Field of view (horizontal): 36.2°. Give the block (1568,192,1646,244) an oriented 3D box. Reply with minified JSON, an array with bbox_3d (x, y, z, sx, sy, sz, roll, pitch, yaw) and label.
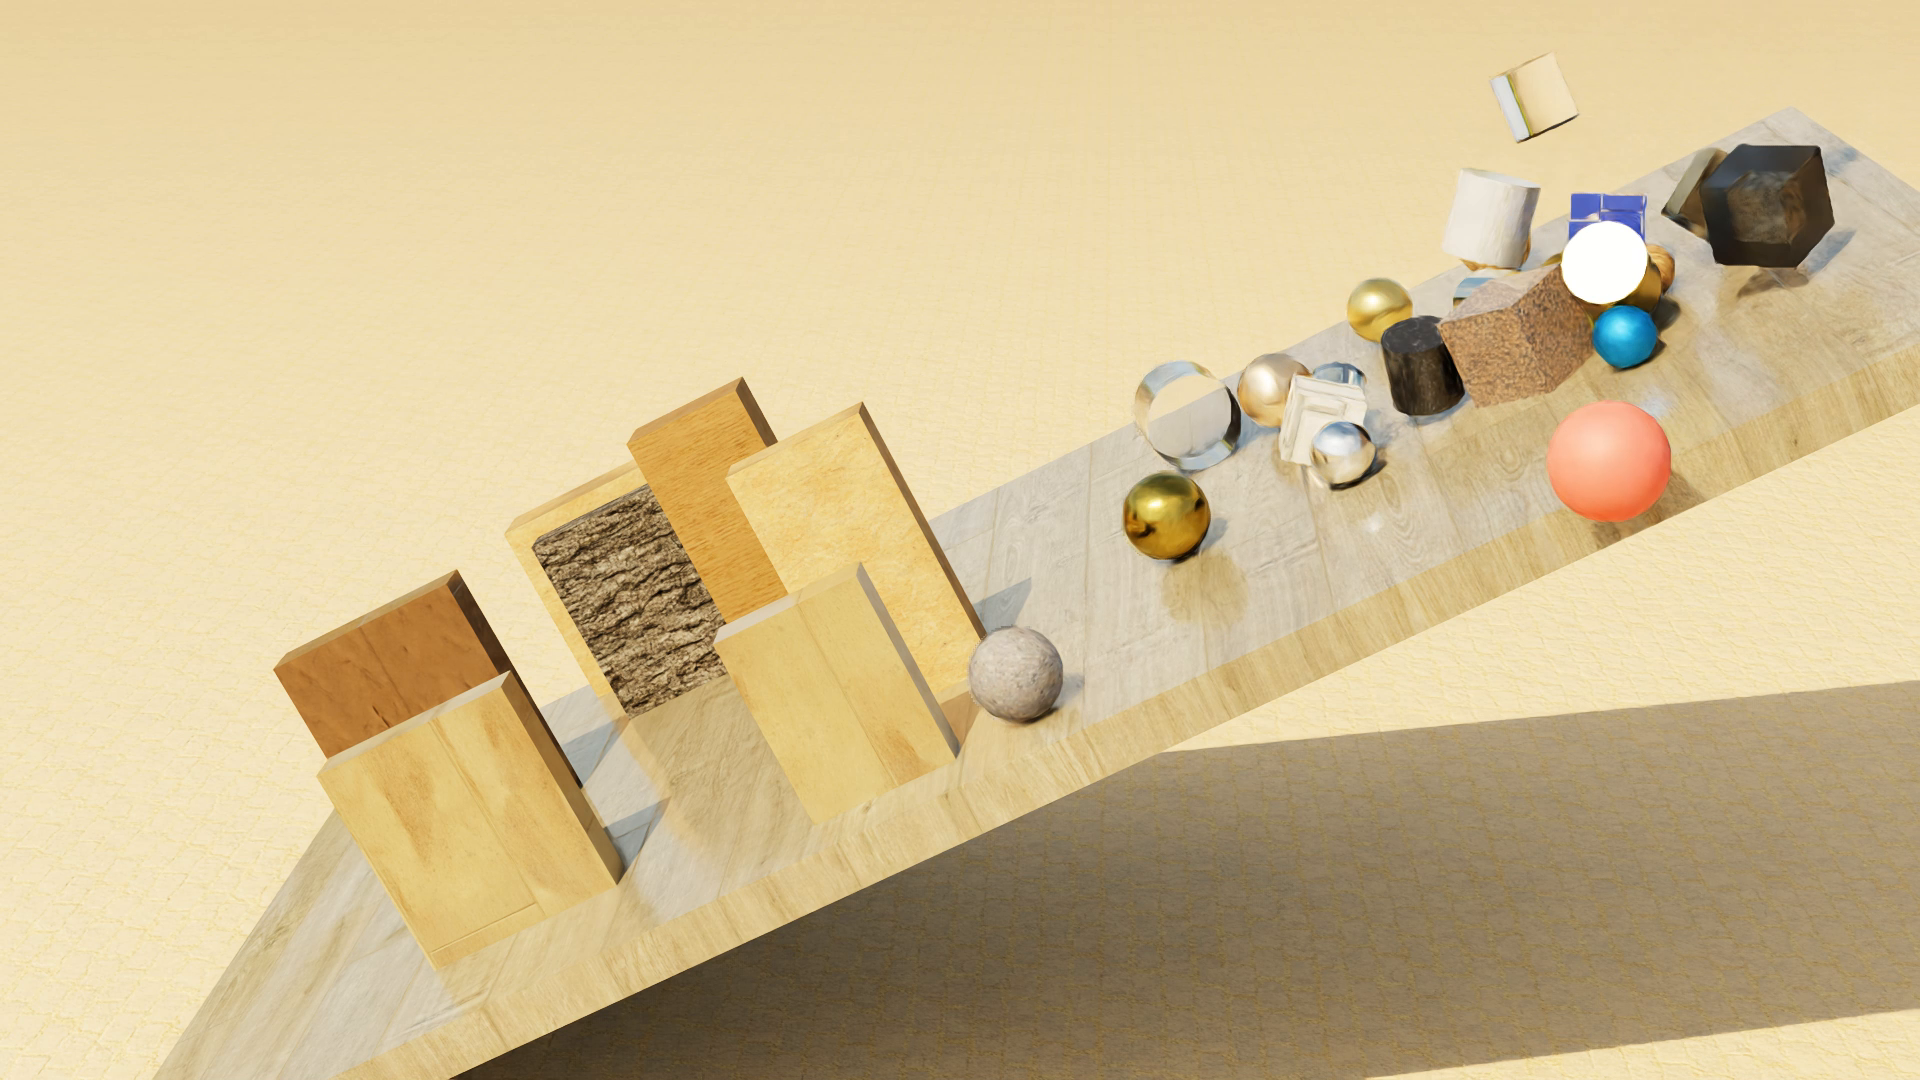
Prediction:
[{"bbox_3d":[1.350,-0.647,6.138,0.151,0.151,0.151,3,9,12],"label":"block"}]

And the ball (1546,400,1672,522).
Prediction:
[{"bbox_3d":[1.087,-0.132,4.927,0.205,0.205,0.205,0,17,0],"label":"ball"}]

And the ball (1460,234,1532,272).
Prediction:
[{"bbox_3d":[1.217,-0.679,6.701,0.168,0.168,0.168,0,17,0],"label":"ball"}]

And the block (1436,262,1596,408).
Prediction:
[{"bbox_3d":[1.112,-0.406,5.856,0.194,0.194,0.194,-11,21,50],"label":"block"}]

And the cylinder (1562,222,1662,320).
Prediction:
[{"bbox_3d":[1.276,-0.518,5.755,0.163,0.163,0.163,8,-9,25],"label":"cylinder"}]

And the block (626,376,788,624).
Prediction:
[{"bbox_3d":[-0.459,-0.012,6.534,0.272,0.637,0.133,-26,14,10],"label":"block"}]

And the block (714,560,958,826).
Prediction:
[{"bbox_3d":[-0.230,0.287,5.501,0.300,0.401,0.098,-26,14,10],"label":"block"}]

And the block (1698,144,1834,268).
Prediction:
[{"bbox_3d":[1.538,-0.637,5.606,0.168,0.168,0.168,9,41,42],"label":"block"}]

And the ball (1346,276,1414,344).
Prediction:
[{"bbox_3d":[0.953,-0.522,6.677,0.151,0.151,0.151,0,17,0],"label":"ball"}]

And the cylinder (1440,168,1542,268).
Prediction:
[{"bbox_3d":[1.144,-0.694,6.336,0.177,0.177,0.177,11,15,-3],"label":"cylinder"}]

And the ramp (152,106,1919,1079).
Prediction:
[{"bbox_3d":[0.140,0.168,6.281,4.000,0.100,2.000,-26,14,10],"label":"ramp"}]

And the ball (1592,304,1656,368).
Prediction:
[{"bbox_3d":[1.275,-0.391,5.642,0.120,0.120,0.120,0,17,0],"label":"ball"}]

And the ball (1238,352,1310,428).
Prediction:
[{"bbox_3d":[0.692,-0.329,6.450,0.165,0.165,0.165,0,17,0],"label":"ball"}]

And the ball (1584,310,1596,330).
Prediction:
[{"bbox_3d":[1.278,-0.460,5.893,0.111,0.111,0.111,0,17,0],"label":"ball"}]

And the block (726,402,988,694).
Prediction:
[{"bbox_3d":[-0.195,0.051,5.901,0.299,0.585,0.098,-26,14,10],"label":"block"}]

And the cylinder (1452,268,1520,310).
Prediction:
[{"bbox_3d":[1.140,-0.486,6.160,0.162,0.162,0.162,-5,10,-16],"label":"cylinder"}]

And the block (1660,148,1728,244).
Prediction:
[{"bbox_3d":[1.541,-0.689,5.961,0.152,0.152,0.152,31,5,-3],"label":"block"}]

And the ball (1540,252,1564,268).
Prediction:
[{"bbox_3d":[1.253,-0.511,6.018,0.163,0.163,0.163,0,17,0],"label":"ball"}]

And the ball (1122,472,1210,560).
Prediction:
[{"bbox_3d":[0.416,-0.048,5.937,0.179,0.179,0.179,0,17,0],"label":"ball"}]

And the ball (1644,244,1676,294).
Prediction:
[{"bbox_3d":[1.395,-0.546,5.966,0.111,0.111,0.111,0,17,0],"label":"ball"}]

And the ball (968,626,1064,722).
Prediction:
[{"bbox_3d":[0.105,0.249,5.467,0.177,0.177,0.177,0,17,0],"label":"ball"}]

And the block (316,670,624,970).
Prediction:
[{"bbox_3d":[-0.965,0.557,5.814,0.419,0.463,0.098,-26,14,10],"label":"block"}]

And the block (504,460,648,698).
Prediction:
[{"bbox_3d":[-0.802,0.073,7.243,0.445,0.470,0.144,-26,14,10],"label":"block"}]

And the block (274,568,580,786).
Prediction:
[{"bbox_3d":[-1.181,0.415,6.543,0.445,0.562,0.110,-26,14,10],"label":"block"}]

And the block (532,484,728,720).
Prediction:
[{"bbox_3d":[-0.726,0.133,6.872,0.354,0.472,0.086,-26,14,10],"label":"block"}]

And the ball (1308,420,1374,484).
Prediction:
[{"bbox_3d":[0.756,-0.175,5.831,0.130,0.130,0.130,0,17,0],"label":"ball"}]

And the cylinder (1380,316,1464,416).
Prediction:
[{"bbox_3d":[0.936,-0.352,5.952,0.147,0.147,0.147,-12,31,7],"label":"cylinder"}]

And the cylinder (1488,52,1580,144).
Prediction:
[{"bbox_3d":[1.198,-0.923,6.135,0.143,0.143,0.143,-25,6,3],"label":"cylinder"}]

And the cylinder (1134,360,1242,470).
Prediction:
[{"bbox_3d":[0.504,-0.279,6.536,0.210,0.210,0.210,-1,13,-5],"label":"cylinder"}]

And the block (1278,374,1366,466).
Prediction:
[{"bbox_3d":[0.733,-0.236,5.957,0.142,0.142,0.142,11,19,0],"label":"block"}]

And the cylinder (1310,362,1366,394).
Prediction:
[{"bbox_3d":[0.785,-0.290,6.138,0.115,0.115,0.115,3,58,10],"label":"cylinder"}]
